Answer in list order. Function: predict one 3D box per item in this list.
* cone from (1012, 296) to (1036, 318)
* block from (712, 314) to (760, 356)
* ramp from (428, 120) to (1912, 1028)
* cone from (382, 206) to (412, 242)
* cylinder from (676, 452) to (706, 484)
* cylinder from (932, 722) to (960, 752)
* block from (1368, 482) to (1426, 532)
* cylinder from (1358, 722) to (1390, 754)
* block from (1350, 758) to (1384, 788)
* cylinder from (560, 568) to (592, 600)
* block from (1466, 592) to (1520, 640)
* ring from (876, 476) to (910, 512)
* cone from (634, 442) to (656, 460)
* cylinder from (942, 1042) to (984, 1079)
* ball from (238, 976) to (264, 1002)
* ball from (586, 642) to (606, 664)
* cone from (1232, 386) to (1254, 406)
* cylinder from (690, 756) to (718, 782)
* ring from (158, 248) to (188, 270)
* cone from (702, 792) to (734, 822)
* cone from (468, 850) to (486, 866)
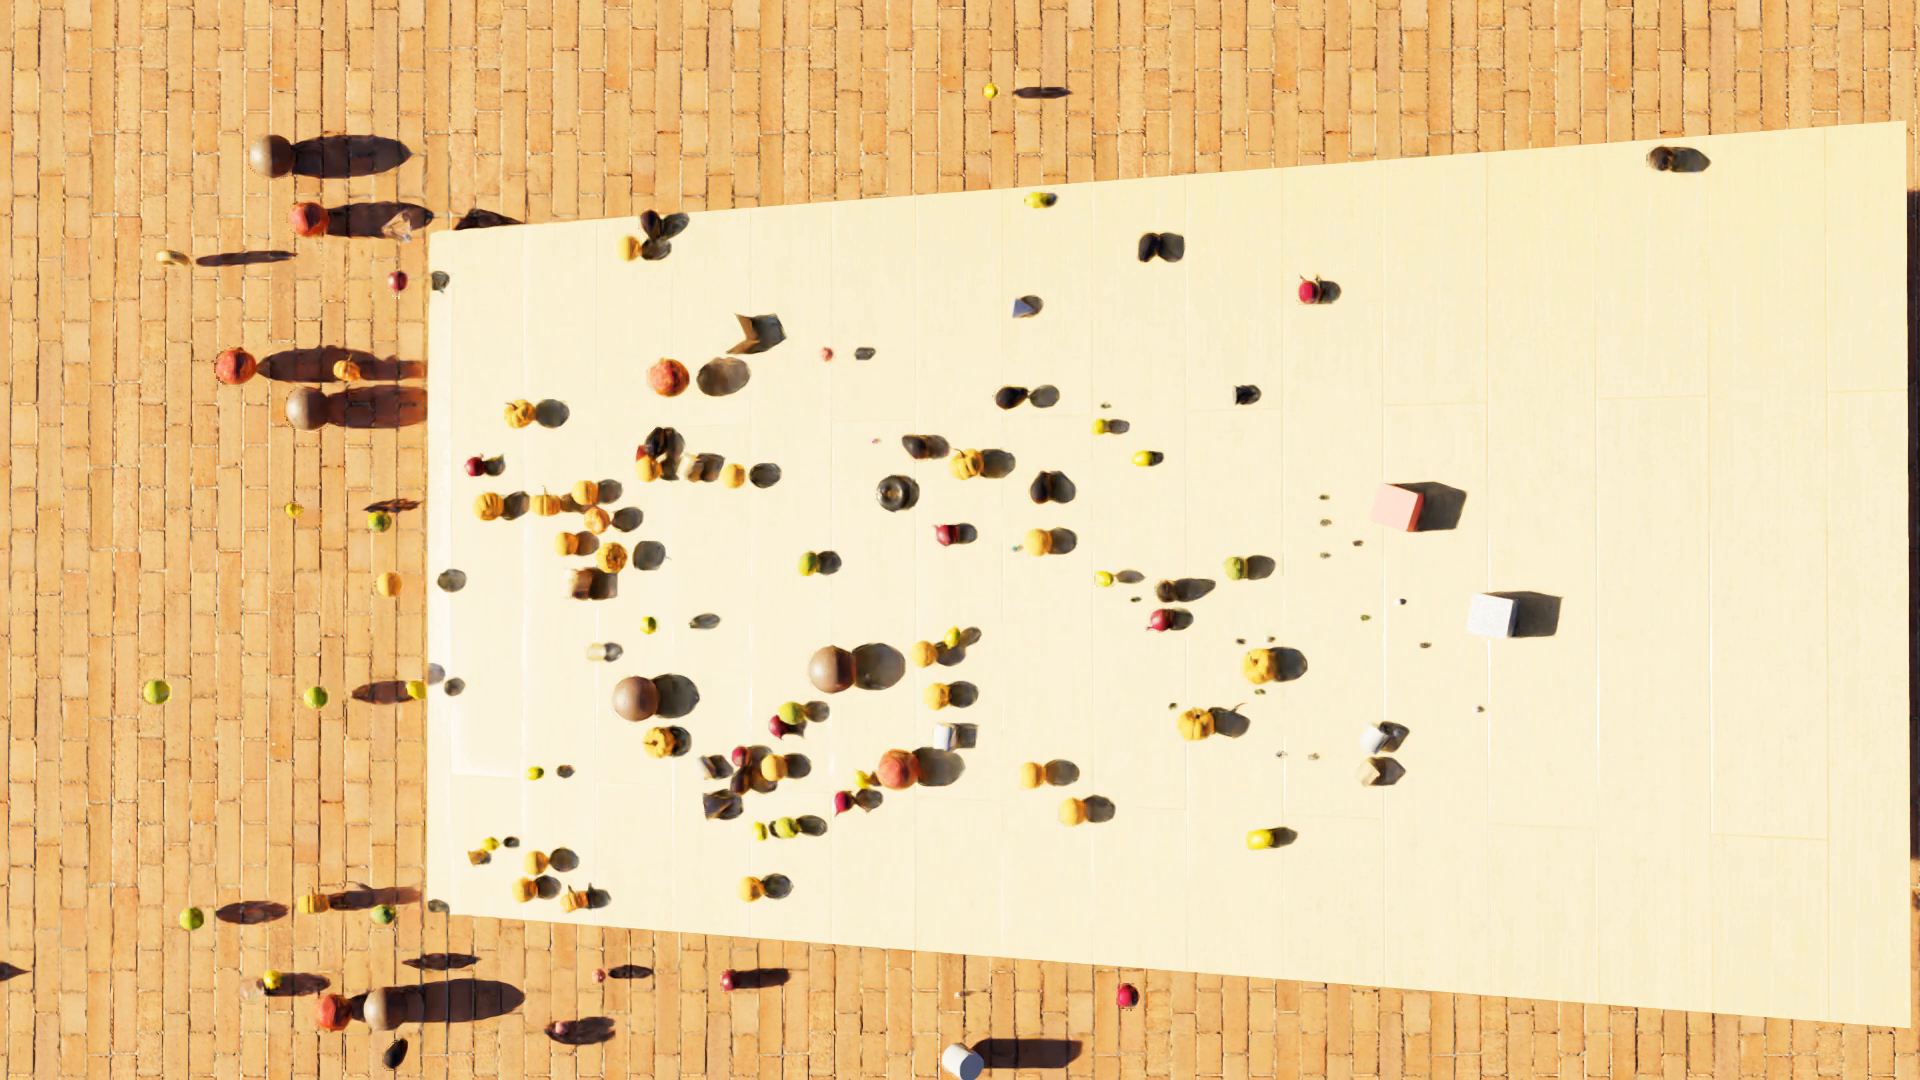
[{"bbox_3d":[0.168,-0.598,5.694,0.062,0.062,0.062,9,89,-3],"label":"cone"},{"bbox_3d":[-0.611,-0.561,6.012,0.079,0.079,0.079,-30,78,21],"label":"block"},{"bbox_3d":[0.283,0.083,5.705,4.000,0.100,2.000,0,89,24],"label":"ramp"},{"bbox_3d":[-1.648,-0.945,6.500,0.096,0.096,0.096,16,72,0],"label":"cone"},{"bbox_3d":[-0.744,-0.200,6.074,0.063,0.063,0.063,29,81,0],"label":"cylinder"},{"bbox_3d":[-0.037,0.515,5.754,0.060,0.060,0.060,21,69,0],"label":"cylinder"},{"bbox_3d":[1.047,-0.077,5.261,0.094,0.094,0.094,20,97,23],"label":"block"},{"bbox_3d":[0.998,0.478,5.298,0.055,0.055,0.055,34,86,0],"label":"cylinder"},{"bbox_3d":[0.983,0.562,5.306,0.051,0.051,0.051,-47,72,16],"label":"block"},{"bbox_3d":[-1.084,0.124,6.207,0.083,0.083,0.083,8,89,0],"label":"cylinder"},{"bbox_3d":[1.252,0.178,5.168,0.093,0.093,0.093,11,94,24],"label":"block"},{"bbox_3d":[-0.178,-0.124,5.840,0.098,0.033,0.098,0,90,23],"label":"ring"},{"bbox_3d":[-0.875,-0.238,6.154,0.058,0.058,0.058,22,89,-21],"label":"cone"},{"bbox_3d":[0.008,1.539,6.484,0.087,0.087,0.087,-9,105,-34],"label":"cylinder"},{"bbox_3d":[-2.097,1.331,6.512,0.073,0.073,0.073,0,89,0],"label":"ball"},{"bbox_3d":[-1.027,0.318,6.198,0.058,0.058,0.058,0,89,0],"label":"ball"},{"bbox_3d":[0.707,-0.361,5.454,0.053,0.053,0.053,-4,89,-3],"label":"cone"},{"bbox_3d":[-0.704,0.628,6.052,0.052,0.052,0.052,39,89,29],"label":"cylinder"},{"bbox_3d":[-2.329,-0.833,6.509,0.094,0.094,0.031,12,69,0],"label":"ring"},{"bbox_3d":[-0.659,0.723,6.040,0.087,0.087,0.087,-11,89,-3],"label":"cone"},{"bbox_3d":[-1.394,0.913,6.373,0.050,0.050,0.050,-22,89,-5],"label":"cone"}]
